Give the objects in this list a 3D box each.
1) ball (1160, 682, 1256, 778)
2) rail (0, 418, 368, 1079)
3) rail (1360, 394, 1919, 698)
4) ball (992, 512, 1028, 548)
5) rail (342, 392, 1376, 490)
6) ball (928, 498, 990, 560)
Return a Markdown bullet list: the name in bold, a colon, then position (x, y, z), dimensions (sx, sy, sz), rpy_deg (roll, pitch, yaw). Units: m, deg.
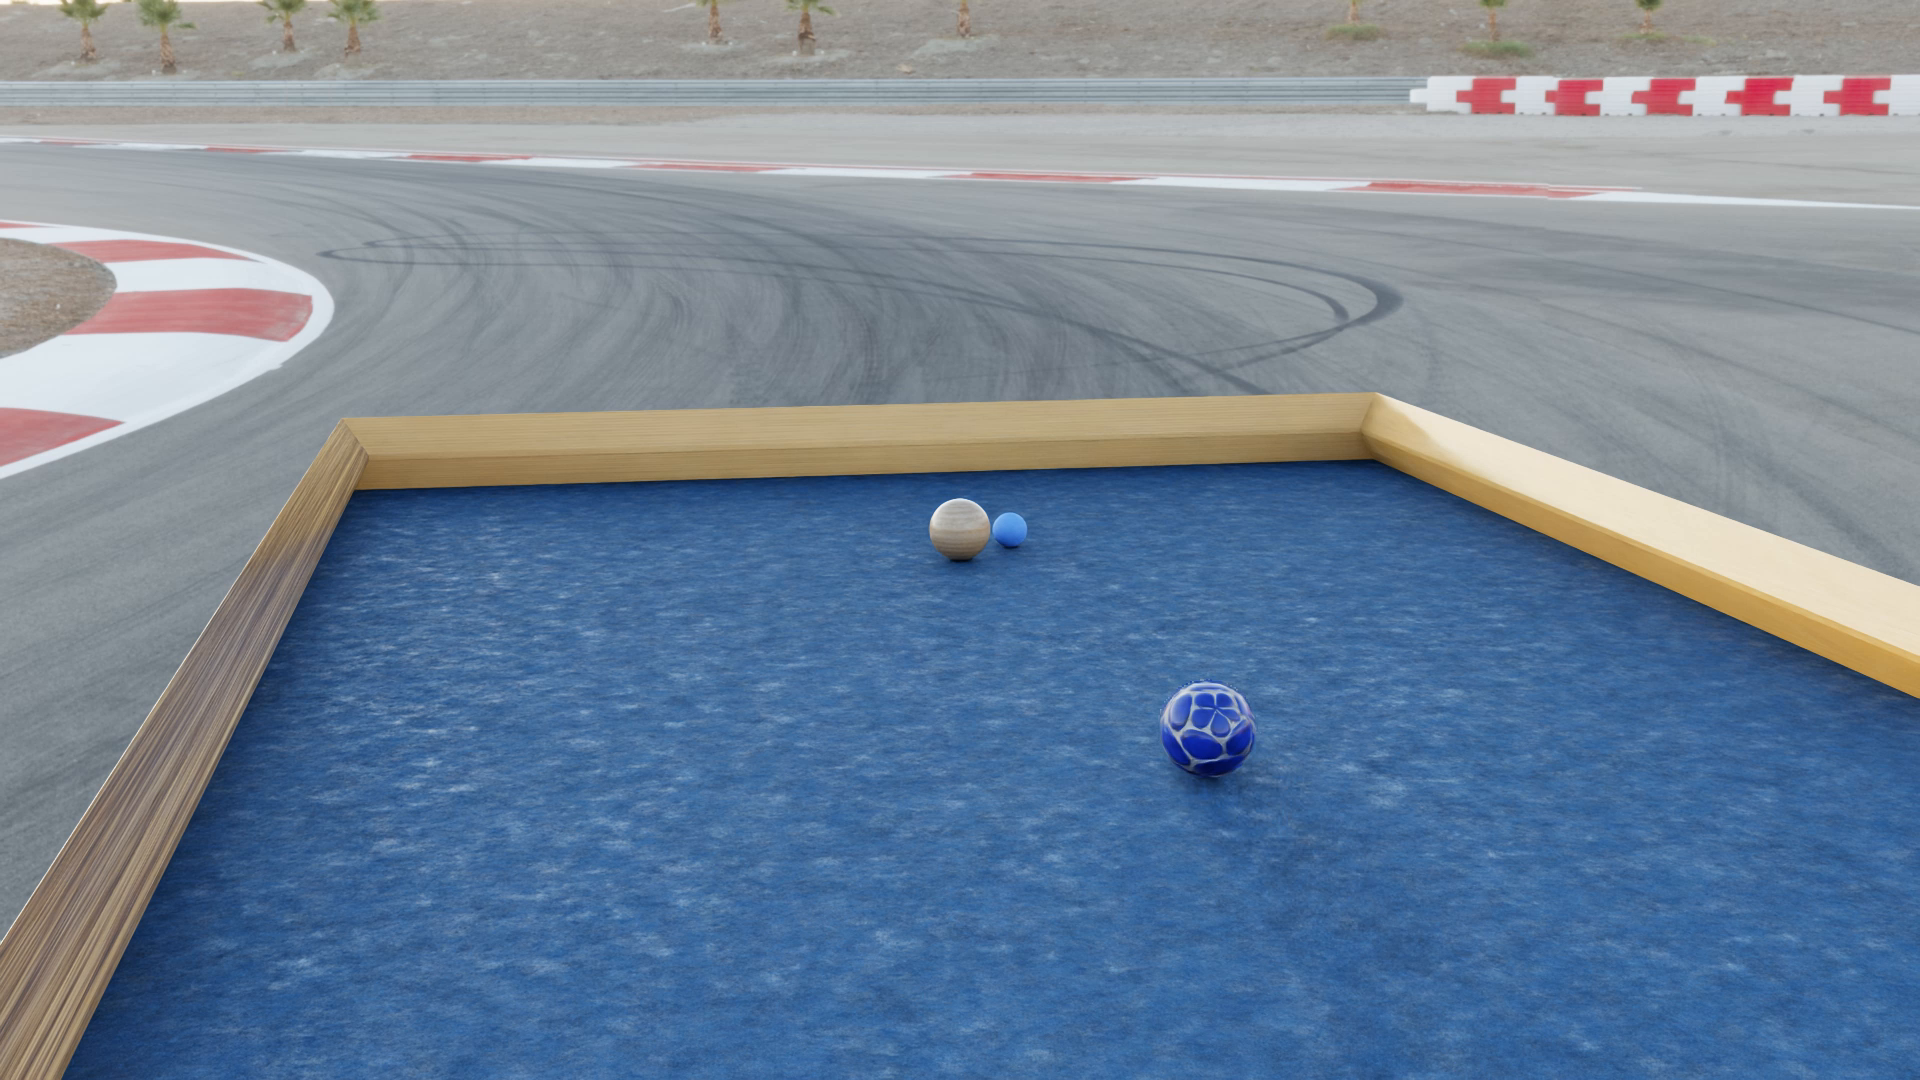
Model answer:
- **ball**: position (0.234, 0.179, 2.076), dimensions (0.090, 0.090, 0.090), rpy_deg (0, 11, 0)
- **rail**: position (-0.714, 0.152, 2.138), dimensions (0.045, 0.117, 3.022), rpy_deg (-2, 12, -10)
- **rail**: position (0.985, 0.091, 2.443), dimensions (0.045, 0.117, 3.022), rpy_deg (-2, 12, -10)
- **ball**: position (0.071, -0.014, 3.142), dimensions (0.050, 0.050, 0.050), rpy_deg (0, 11, 0)
- **rail**: position (-0.132, -0.167, 3.725), dimensions (1.775, 0.117, 0.045), rpy_deg (-2, 12, -10)
- **ball**: position (0.000, -0.015, 3.051), dimensions (0.086, 0.086, 0.086), rpy_deg (0, 11, 0)
